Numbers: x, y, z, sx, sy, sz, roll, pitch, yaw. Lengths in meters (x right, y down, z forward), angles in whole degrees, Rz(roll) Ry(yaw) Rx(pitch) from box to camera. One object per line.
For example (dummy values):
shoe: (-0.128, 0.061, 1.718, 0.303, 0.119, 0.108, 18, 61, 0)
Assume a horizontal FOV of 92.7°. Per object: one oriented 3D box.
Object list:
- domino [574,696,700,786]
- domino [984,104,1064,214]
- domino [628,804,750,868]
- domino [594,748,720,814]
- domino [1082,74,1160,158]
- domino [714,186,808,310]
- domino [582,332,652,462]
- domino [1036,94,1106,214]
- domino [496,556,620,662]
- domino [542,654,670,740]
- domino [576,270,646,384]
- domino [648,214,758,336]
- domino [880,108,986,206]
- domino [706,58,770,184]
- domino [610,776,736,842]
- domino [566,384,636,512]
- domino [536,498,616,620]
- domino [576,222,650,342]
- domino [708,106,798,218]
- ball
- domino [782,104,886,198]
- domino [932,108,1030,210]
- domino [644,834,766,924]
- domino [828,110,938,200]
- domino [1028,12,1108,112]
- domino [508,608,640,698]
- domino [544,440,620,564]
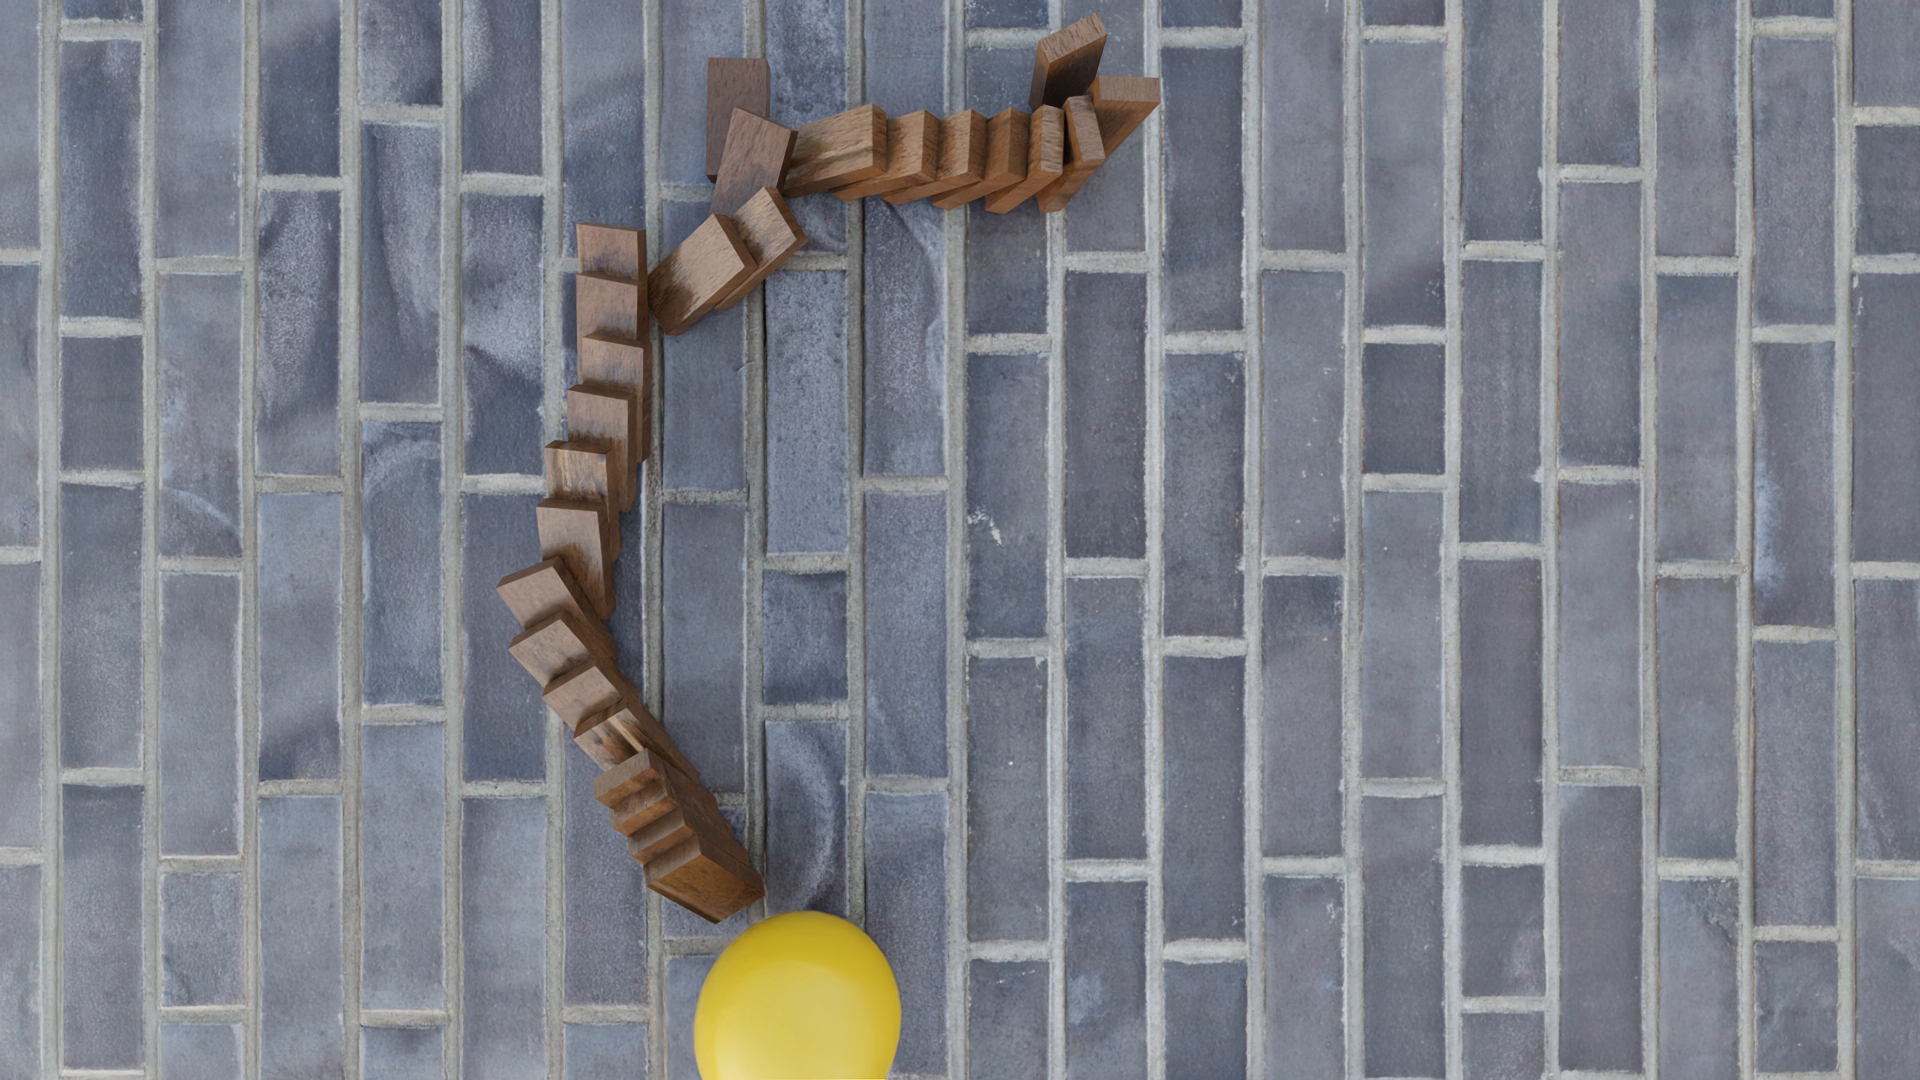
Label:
domino: (-0.135, 0.091, 0.384, 0.025, 0.009, 0.050, -31, 117, 0)
domino: (0.026, -0.154, 0.375, 0.009, 0.050, 0.025, 2, 90, -24)
domino: (-0.111, 0.129, 0.379, 0.025, 0.050, 0.010, -30, 46, 0)
domino: (-0.125, 0.107, 0.379, 0.025, 0.050, 0.009, -31, 46, 0)
domino: (0.058, -0.171, 0.373, 0.025, 0.050, 0.009, -5, 90, -15)
domino: (-0.090, -0.121, 0.384, 0.050, 0.009, 0.025, -31, 92, 26)
domino: (-0.144, -0.059, 0.385, 0.025, 0.010, 0.050, 10, 115, 0)
domino: (0.043, -0.156, 0.375, 0.009, 0.050, 0.025, -13, 90, -15)
domino: (-0.168, 0.034, 0.384, 0.025, 0.010, 0.050, -21, 117, 2)
domino: (-0.147, 0.074, 0.385, 0.025, 0.010, 0.050, -31, 117, 0)
domino: (-0.146, -0.085, 0.384, 0.025, 0.010, 0.050, 11, 116, -1)
domino: (-0.111, -0.111, 0.385, 0.050, 0.010, 0.025, -31, 90, 26)
domino: (-0.012, -0.158, 0.380, 0.050, 0.009, 0.025, 3, 90, 42)
domino: (-0.095, -0.180, 0.395, 0.025, 0.009, 0.050, 1, 90, 0)
domino: (-0.118, 0.118, 0.379, 0.025, 0.050, 0.010, -31, 46, 0)
domino: (-0.150, -0.038, 0.385, 0.025, 0.009, 0.050, 10, 115, 0)
domino: (-0.161, 0.008, 0.385, 0.025, 0.009, 0.050, 5, 114, 0)
domino: (-0.145, -0.106, 0.385, 0.025, 0.010, 0.050, 8, 116, 1)
domino: (-0.088, -0.151, 0.385, 0.025, 0.010, 0.050, 23, 116, 0)
ball: (-0.063, 0.188, 0.360, 0.080, 0.080, 0.080, 0, 90, 0)
domino: (-0.054, -0.162, 0.383, 0.050, 0.010, 0.025, 0, 90, 32)
domino: (0.007, -0.156, 0.377, 0.010, 0.050, 0.025, 3, 90, -38)
domino: (-0.105, 0.141, 0.379, 0.025, 0.050, 0.009, -30, 46, 0)
domino: (-0.032, -0.159, 0.382, 0.050, 0.010, 0.025, 3, 90, 35)
domino: (0.043, -0.192, 0.375, 0.025, 0.050, 0.009, -27, 90, 0)
domino: (-0.161, 0.055, 0.384, 0.025, 0.010, 0.050, -30, 117, 2)
domino: (-0.158, -0.016, 0.385, 0.025, 0.010, 0.050, 7, 115, 0)
